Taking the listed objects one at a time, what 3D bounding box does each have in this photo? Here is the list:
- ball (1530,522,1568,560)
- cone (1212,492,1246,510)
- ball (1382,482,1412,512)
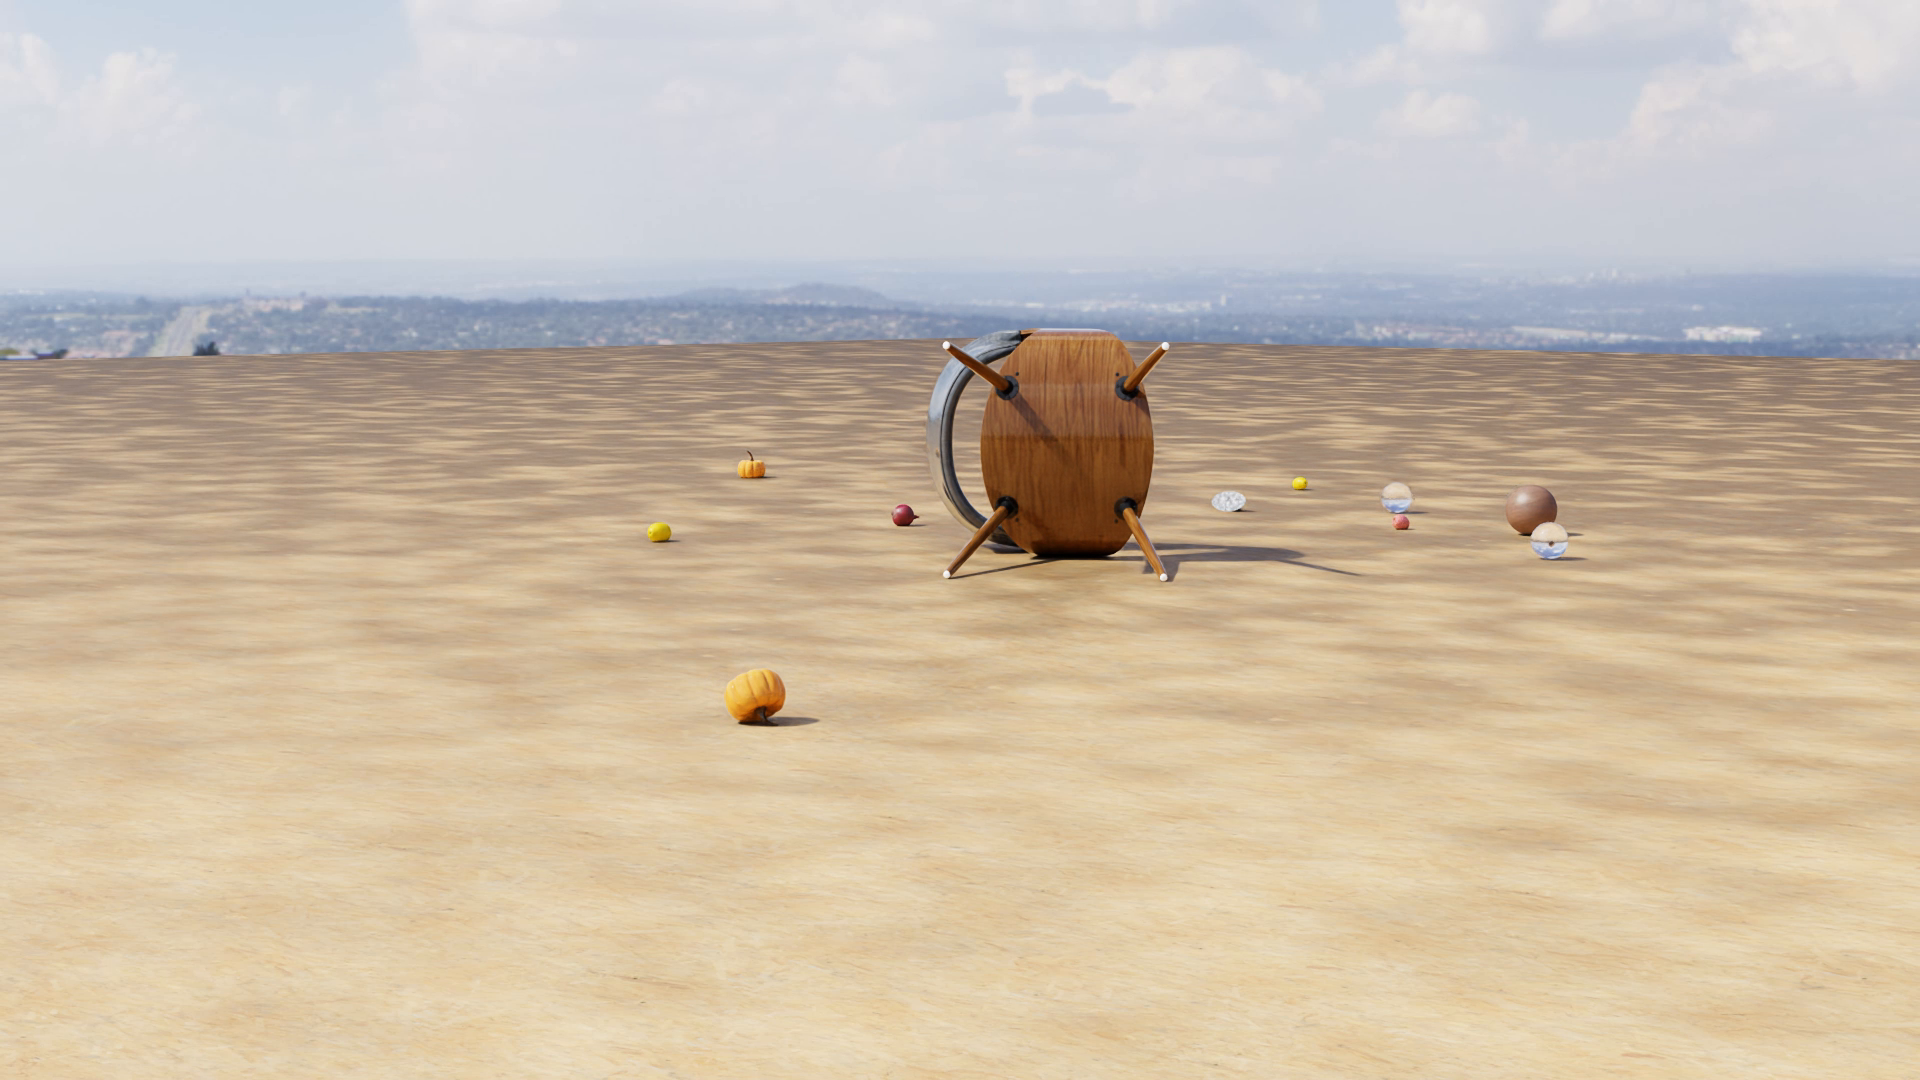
[{"bbox_3d":[1.372,0.002,5.973,0.087,0.087,0.087,0,6,0],"label":"ball"},{"bbox_3d":[0.773,-0.098,7.228,0.108,0.059,0.069,2,-19,35],"label":"cone"},{"bbox_3d":[1.215,-0.118,7.142,0.085,0.085,0.085,0,6,0],"label":"ball"}]
